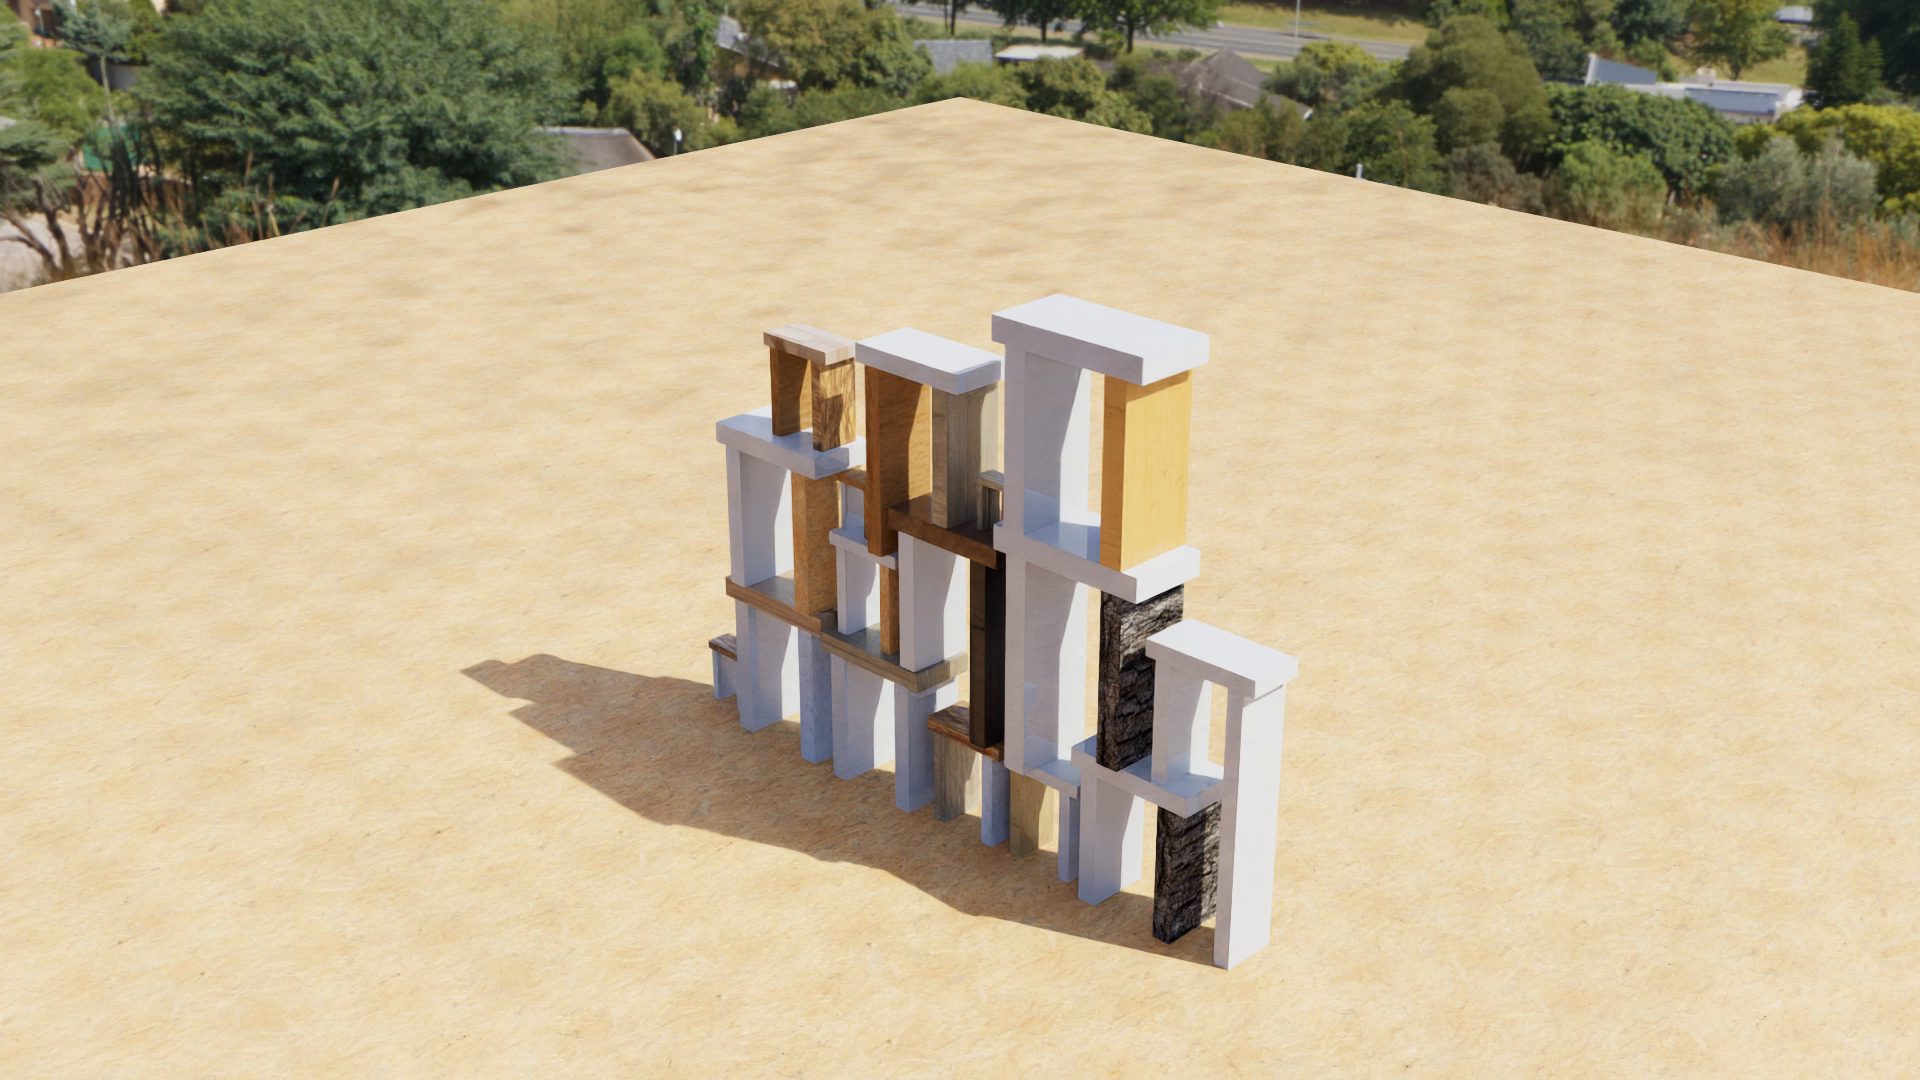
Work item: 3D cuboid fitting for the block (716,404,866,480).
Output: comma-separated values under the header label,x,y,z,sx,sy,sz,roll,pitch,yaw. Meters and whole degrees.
label,x,y,z,sx,sy,sz,roll,pitch,yaw
block,-0.342,-0.203,4.503,0.154,0.044,0.309,-21,31,-41

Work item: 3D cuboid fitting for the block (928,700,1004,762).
label,x,y,z,sx,sy,sz,roll,pitch,yaw
block,0.040,0.375,4.335,0.197,0.028,0.099,21,31,40

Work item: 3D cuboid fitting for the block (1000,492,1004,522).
label,x,y,z,sx,sy,sz,roll,pitch,yaw
block,0.097,-0.050,4.091,0.013,0.093,0.046,21,31,41

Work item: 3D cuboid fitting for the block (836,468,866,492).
label,x,y,z,sx,sy,sz,roll,pitch,yaw
block,-0.193,-0.119,4.379,0.051,0.015,0.103,-21,31,-40

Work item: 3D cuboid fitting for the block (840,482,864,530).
label,x,y,z,sx,sy,sz,roll,pitch,yaw
block,-0.216,-0.075,4.425,0.015,0.103,0.051,21,31,40

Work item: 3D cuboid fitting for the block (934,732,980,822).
label,x,y,z,sx,sy,sz,roll,pitch,yaw
block,-0.006,0.461,4.422,0.028,0.197,0.099,21,31,41

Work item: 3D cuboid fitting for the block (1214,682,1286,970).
label,x,y,z,sx,sy,sz,roll,pitch,yaw
block,0.511,0.496,3.884,0.034,0.554,0.120,21,31,41

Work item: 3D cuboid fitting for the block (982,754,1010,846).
label,x,y,z,sx,sy,sz,roll,pitch,yaw
block,0.087,0.497,4.337,0.028,0.197,0.099,21,31,41

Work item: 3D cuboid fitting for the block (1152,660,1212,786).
label,x,y,z,sx,sy,sz,roll,pitch,yaw
block,0.397,0.307,3.925,0.034,0.239,0.120,21,31,40

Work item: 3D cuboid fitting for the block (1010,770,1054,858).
label,x,y,z,sx,sy,sz,roll,pitch,yaw
block,0.141,0.517,4.297,0.027,0.191,0.095,21,31,41

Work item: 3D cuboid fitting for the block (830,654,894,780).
label,x,y,z,sx,sy,sz,roll,pitch,yaw
block,-0.200,0.347,4.582,0.040,0.282,0.141,21,31,41

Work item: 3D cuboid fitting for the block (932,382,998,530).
label,x,y,z,sx,sy,sz,roll,pitch,yaw
block,0.010,-0.170,4.141,0.137,0.274,0.039,-21,31,-41

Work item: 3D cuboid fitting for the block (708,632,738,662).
label,x,y,z,sx,sy,sz,roll,pitch,yaw
block,-0.494,0.239,4.863,0.121,0.017,0.061,21,31,41

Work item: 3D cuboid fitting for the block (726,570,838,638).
label,x,y,z,sx,sy,sz,roll,pitch,yaw
block,-0.340,0.119,4.647,0.152,0.043,0.304,-21,31,-41

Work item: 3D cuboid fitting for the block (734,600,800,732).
label,x,y,z,sx,sy,sz,roll,pitch,yaw
block,-0.411,0.250,4.781,0.043,0.304,0.152,21,31,41

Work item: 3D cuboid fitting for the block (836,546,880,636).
label,x,y,z,sx,sy,sz,roll,pitch,yaw
block,-0.206,0.090,4.481,0.095,0.191,0.027,-21,31,-41

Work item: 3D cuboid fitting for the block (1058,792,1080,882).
label,x,y,z,sx,sy,sz,roll,pitch,yaw
block,0.231,0.552,4.214,0.027,0.191,0.095,21,31,41

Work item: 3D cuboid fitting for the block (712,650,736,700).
label,x,y,z,sx,sy,sz,roll,pitch,yaw
block,-0.523,0.292,4.917,0.017,0.122,0.061,21,31,41

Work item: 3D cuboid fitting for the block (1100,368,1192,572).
label,x,y,z,sx,sy,sz,roll,pitch,yaw
block,0.323,-0.136,3.820,0.049,0.349,0.175,21,31,40

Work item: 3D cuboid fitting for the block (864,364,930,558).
label,x,y,z,sx,sy,sz,roll,pitch,yaw
block,-0.120,-0.168,4.281,0.039,0.387,0.137,21,31,40

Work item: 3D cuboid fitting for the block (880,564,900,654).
label,x,y,z,sx,sy,sz,roll,pitch,yaw
block,-0.116,0.125,4.398,0.027,0.191,0.095,21,31,41

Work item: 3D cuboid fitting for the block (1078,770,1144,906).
label,x,y,z,sx,sy,sz,roll,pitch,yaw
block,0.286,0.538,4.141,0.039,0.275,0.138,21,31,41

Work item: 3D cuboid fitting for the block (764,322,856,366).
label,x,y,z,sx,sy,sz,roll,pitch,yaw
block,-0.296,-0.392,4.382,0.186,0.026,0.093,21,31,41

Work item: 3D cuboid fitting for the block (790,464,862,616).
label,x,y,z,sx,sy,sz,roll,pitch,yaw
block,-0.270,-0.012,4.505,0.044,0.309,0.154,21,31,41

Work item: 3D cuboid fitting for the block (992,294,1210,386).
label,x,y,z,sx,sy,sz,roll,pitch,yaw
block,0.241,-0.351,3.818,0.349,0.049,0.175,21,31,40

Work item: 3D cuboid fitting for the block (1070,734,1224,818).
label,x,y,z,sx,sy,sz,roll,pitch,yaw
block,0.351,0.418,4.020,0.275,0.039,0.138,21,31,41

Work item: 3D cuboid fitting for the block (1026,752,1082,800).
label,x,y,z,sx,sy,sz,roll,pitch,yaw
block,0.185,0.435,4.213,0.095,0.027,0.191,-21,31,-40

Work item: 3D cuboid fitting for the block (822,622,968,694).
label,x,y,z,sx,sy,sz,roll,pitch,yaw
block,-0.134,0.225,4.458,0.282,0.040,0.141,21,31,41

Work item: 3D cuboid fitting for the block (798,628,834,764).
label,x,y,z,sx,sy,sz,roll,pitch,yaw
block,-0.268,0.306,4.649,0.043,0.304,0.152,21,31,41

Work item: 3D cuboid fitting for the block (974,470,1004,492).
label,x,y,z,sx,sy,sz,roll,pitch,yaw
block,0.076,-0.108,4.091,0.093,0.013,0.046,21,31,40

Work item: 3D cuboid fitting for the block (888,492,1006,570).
label,x,y,z,sx,sy,sz,roll,pitch,yaw
block,0.015,-0.024,4.199,0.145,0.041,0.290,-21,31,-41

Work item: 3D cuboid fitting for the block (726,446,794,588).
label,x,y,z,sx,sy,sz,roll,pitch,yaw
block,-0.415,-0.069,4.639,0.154,0.309,0.044,-21,31,-41

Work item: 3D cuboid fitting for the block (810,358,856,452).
label,x,y,z,sx,sy,sz,roll,pitch,yaw
block,-0.252,-0.277,4.383,0.026,0.186,0.093,21,31,41

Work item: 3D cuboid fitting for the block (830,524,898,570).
label,x,y,z,sx,sy,sz,roll,pitch,yaw
block,-0.162,0.008,4.396,0.191,0.027,0.095,21,31,40

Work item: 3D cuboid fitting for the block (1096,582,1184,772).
label,x,y,z,sx,sy,sz,roll,pitch,yaw
block,0.326,0.230,3.972,0.049,0.345,0.172,21,31,40

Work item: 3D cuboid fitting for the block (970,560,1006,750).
label,x,y,z,sx,sy,sz,roll,pitch,yaw
block,0.084,0.200,4.219,0.041,0.386,0.145,21,31,40

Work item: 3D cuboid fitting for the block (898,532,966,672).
label,x,y,z,sx,sy,sz,roll,pitch,yaw
block,-0.053,0.102,4.327,0.041,0.290,0.145,21,31,41

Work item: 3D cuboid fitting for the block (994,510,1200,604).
label,x,y,z,sx,sy,sz,roll,pitch,yaw
block,0.244,0.017,3.970,0.345,0.049,0.172,21,31,40

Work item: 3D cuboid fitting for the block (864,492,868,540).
label,x,y,z,sx,sy,sz,roll,pitch,yaw
block,-0.167,-0.056,4.380,0.015,0.103,0.051,21,31,40

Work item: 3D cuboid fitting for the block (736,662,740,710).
label,x,y,z,sx,sy,sz,roll,pitch,yaw
block,-0.466,0.314,4.864,0.017,0.122,0.061,21,31,41

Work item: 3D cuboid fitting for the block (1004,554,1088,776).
label,x,y,z,sx,sy,sz,roll,pitch,yaw
block,0.162,0.211,4.140,0.049,0.441,0.172,21,31,40

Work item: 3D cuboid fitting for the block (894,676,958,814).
label,x,y,z,sx,sy,sz,roll,pitch,yaw
block,-0.068,0.399,4.460,0.040,0.282,0.141,21,31,41

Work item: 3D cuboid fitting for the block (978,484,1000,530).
label,x,y,z,sx,sy,sz,roll,pitch,yaw
block,0.053,-0.068,4.131,0.046,0.093,0.013,-21,31,-40

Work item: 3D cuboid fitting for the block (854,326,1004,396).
label,x,y,z,sx,sy,sz,roll,pitch,yaw
block,-0.054,-0.339,4.139,0.274,0.039,0.137,21,31,41

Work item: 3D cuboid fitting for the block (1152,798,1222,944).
label,x,y,z,sx,sy,sz,roll,pitch,yaw
block,0.416,0.588,4.022,0.039,0.275,0.138,21,31,41

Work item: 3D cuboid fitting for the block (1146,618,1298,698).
label,x,y,z,sx,sy,sz,roll,pitch,yaw
block,0.453,0.203,3.820,0.239,0.034,0.120,21,31,40

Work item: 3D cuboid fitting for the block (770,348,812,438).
label,x,y,z,sx,sy,sz,roll,pitch,yaw
block,-0.340,-0.311,4.463,0.093,0.186,0.026,-21,31,-41

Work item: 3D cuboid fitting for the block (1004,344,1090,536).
label,x,y,z,sx,sy,sz,roll,pitch,yaw
block,0.158,-0.200,3.971,0.049,0.349,0.175,21,31,40
